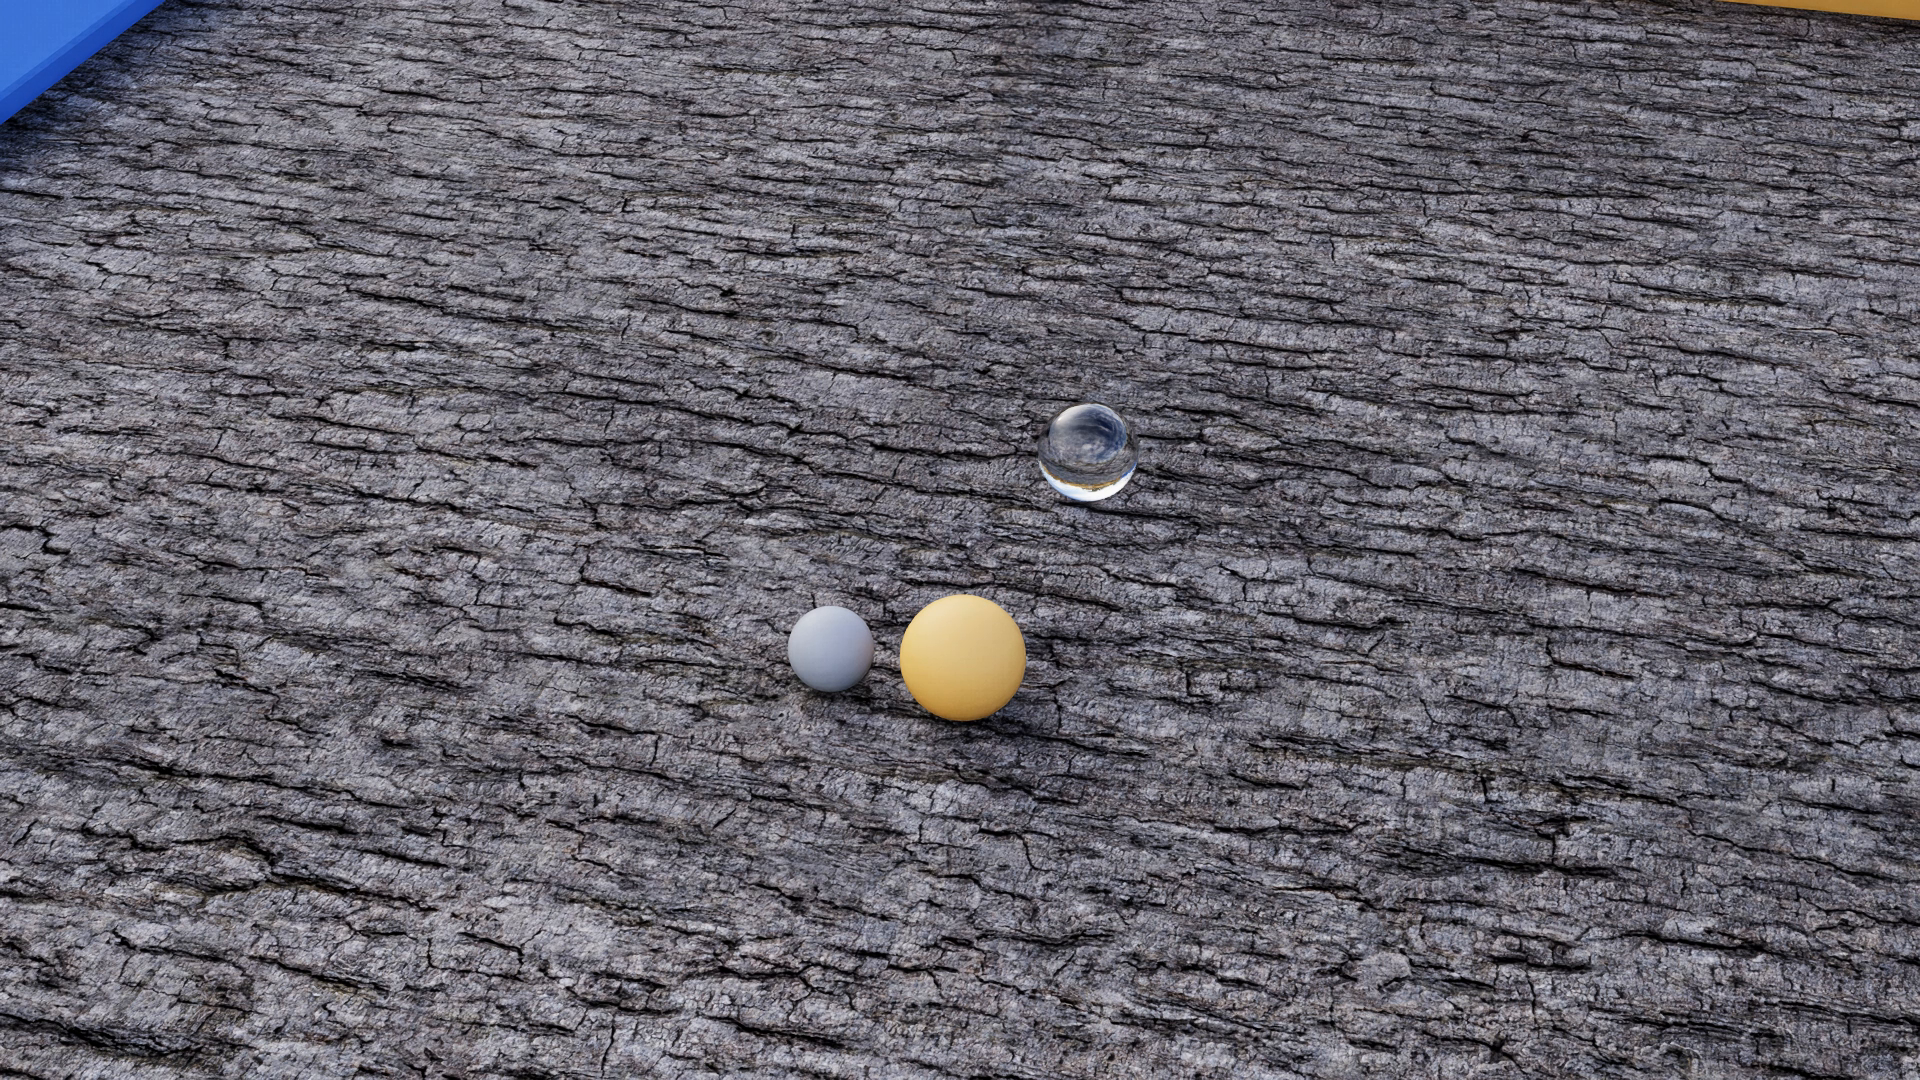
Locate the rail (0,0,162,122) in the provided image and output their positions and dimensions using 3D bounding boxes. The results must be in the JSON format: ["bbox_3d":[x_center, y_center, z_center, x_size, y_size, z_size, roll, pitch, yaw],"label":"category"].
[{"bbox_3d":[-1.040,-0.176,2.064,0.045,0.110,2.485,9,35,12],"label":"rail"}]

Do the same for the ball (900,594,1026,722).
[{"bbox_3d":[0.002,0.079,1.717,0.085,0.085,0.085,0,34,0],"label":"ball"}]

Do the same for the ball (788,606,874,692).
[{"bbox_3d":[-0.088,0.074,1.747,0.059,0.059,0.059,0,34,0],"label":"ball"}]

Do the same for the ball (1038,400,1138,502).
[{"bbox_3d":[0.097,-0.067,1.937,0.076,0.076,0.076,0,34,0],"label":"ball"}]

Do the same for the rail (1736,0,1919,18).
[{"bbox_3d":[1.375,-0.527,2.576,4.398,0.110,0.045,9,35,12],"label":"rail"}]
